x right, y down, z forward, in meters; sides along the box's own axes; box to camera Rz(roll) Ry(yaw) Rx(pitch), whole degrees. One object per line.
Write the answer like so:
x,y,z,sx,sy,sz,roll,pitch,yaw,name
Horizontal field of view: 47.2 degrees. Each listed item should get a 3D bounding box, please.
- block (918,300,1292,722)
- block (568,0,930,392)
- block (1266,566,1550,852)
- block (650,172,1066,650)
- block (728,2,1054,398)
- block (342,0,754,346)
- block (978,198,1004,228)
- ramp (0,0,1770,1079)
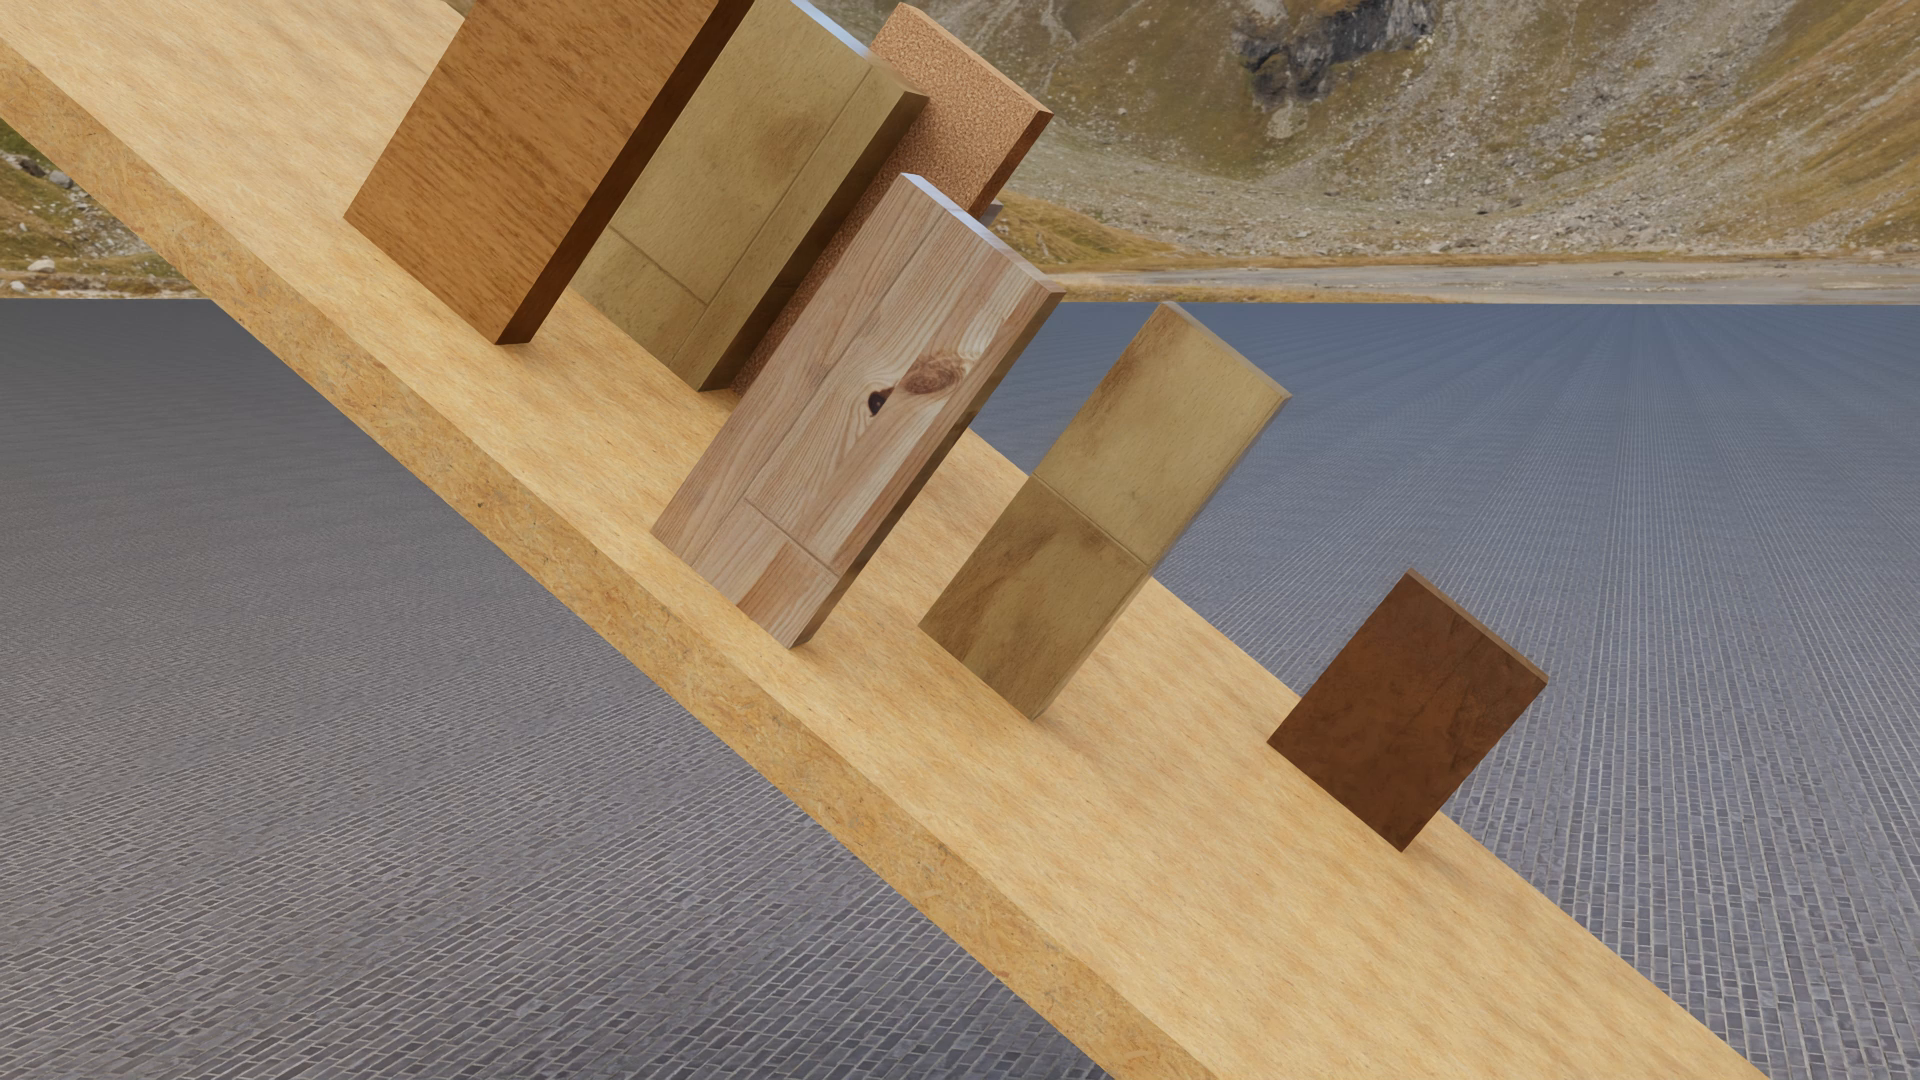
0.235,-0.045,3.640,0.252,0.685,0.093,39,16,9,block
-0.399,-0.644,4.023,0.346,0.667,0.143,39,16,9,block
0.890,0.338,4.386,0.344,0.447,0.088,39,16,9,block
-0.157,-0.185,3.243,0.280,0.664,0.091,39,16,9,block
-0.189,-0.581,4.107,0.328,0.768,0.109,39,16,9,block
-0.650,-0.721,3.546,0.343,0.756,0.119,39,16,9,block
-0.195,-0.696,5.000,0.388,0.453,0.119,39,16,9,block
-0.047,0.105,4.062,4.000,0.100,2.000,39,16,9,ramp
